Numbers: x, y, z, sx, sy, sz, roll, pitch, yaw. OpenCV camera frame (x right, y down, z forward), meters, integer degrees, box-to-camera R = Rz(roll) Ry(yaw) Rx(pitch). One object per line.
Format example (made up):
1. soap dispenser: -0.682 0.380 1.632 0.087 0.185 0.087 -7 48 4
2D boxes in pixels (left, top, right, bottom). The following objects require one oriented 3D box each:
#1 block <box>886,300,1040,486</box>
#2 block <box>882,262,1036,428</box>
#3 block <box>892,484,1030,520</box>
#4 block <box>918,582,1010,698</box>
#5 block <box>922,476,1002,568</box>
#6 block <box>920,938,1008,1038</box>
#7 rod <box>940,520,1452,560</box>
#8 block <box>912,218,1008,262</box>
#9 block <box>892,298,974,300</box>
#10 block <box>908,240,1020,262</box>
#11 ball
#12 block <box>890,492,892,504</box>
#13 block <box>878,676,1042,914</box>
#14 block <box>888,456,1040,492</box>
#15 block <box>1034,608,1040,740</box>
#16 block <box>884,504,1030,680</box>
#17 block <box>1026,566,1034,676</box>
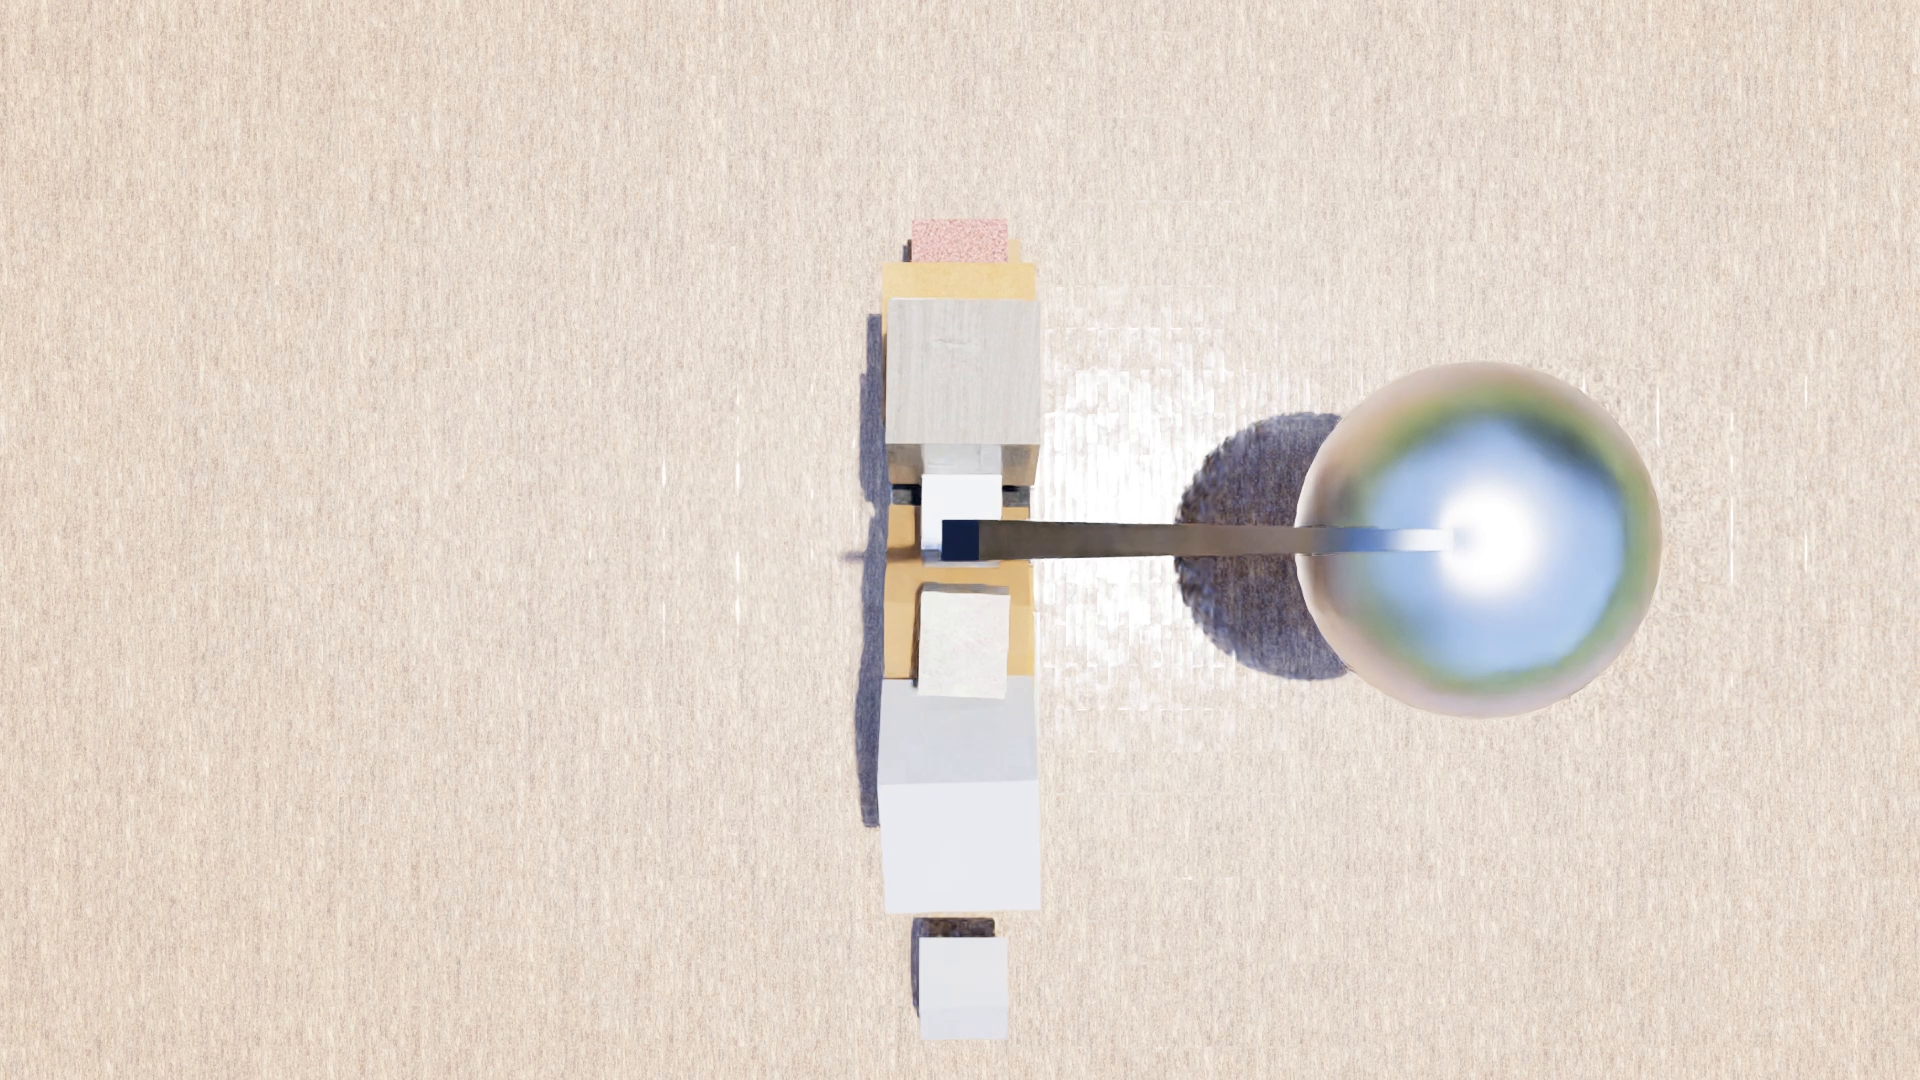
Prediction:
1. block: 0.015 -0.639 9.679 0.654 0.674 0.640 0 76 0
2. block: -0.006 -0.965 11.128 0.753 0.681 0.777 0 88 0
3. block: 0.006 -0.229 11.082 0.672 0.775 0.676 0 90 0
4. block: 0.016 0.436 9.662 0.378 0.444 0.447 2 94 0
5. block: 0.006 -0.079 9.914 0.351 0.368 0.338 1 76 0
6. block: 0.018 2.519 12.351 0.485 0.467 0.404 0 56 -1
7. rod: 0.994 0.000 6.656 0.080 5.200 0.080 0 90 22
8. block: 0.001 -1.391 12.133 0.524 0.533 0.549 0 63 0
9. block: -0.011 -0.705 10.384 0.607 0.666 0.677 1 76 0
10. block: 0.020 -1.388 12.748 0.642 0.505 0.642 0 90 0
11. ball: 2.295 0.000 9.797 1.600 1.600 1.600 0 90 0
12. block: -0.004 0.041 12.677 0.775 0.646 0.697 0 90 0
13. block: 0.003 1.142 9.931 0.690 0.767 0.730 -2 122 1
14. block: 0.015 -0.647 11.867 0.789 0.794 0.753 -1 90 0
15. block: 0.018 0.750 12.564 0.841 0.873 0.701 0 90 0
16. block: -0.015 0.336 10.374 0.656 0.721 0.700 1 128 0
17. block: 0.007 0.504 11.202 0.719 0.656 0.737 -1 90 0
